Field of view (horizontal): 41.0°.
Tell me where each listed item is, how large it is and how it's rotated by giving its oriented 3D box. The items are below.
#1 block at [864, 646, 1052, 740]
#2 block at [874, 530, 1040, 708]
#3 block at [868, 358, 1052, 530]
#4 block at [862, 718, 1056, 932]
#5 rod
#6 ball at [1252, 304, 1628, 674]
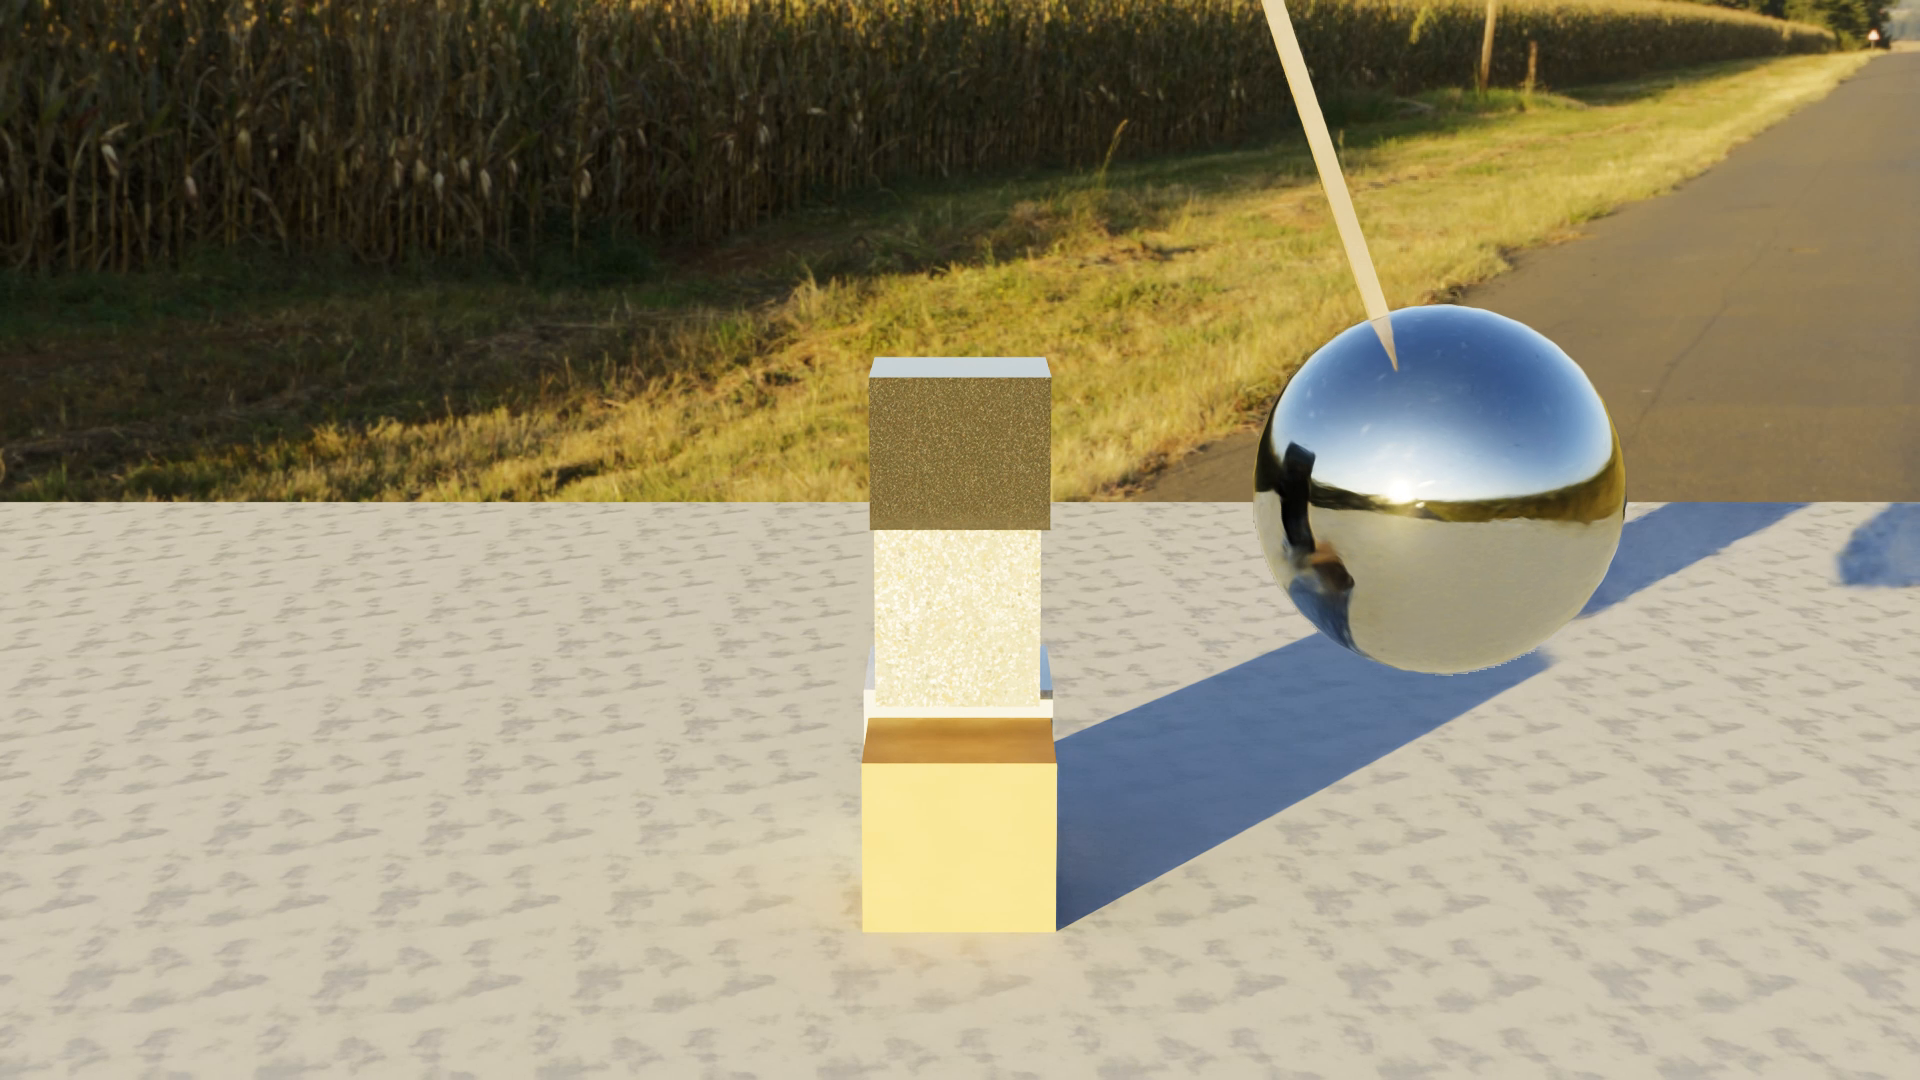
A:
[{"bbox_3d":[-0.007,0.992,11.754,0.828,0.843,0.890,0,10,0],"label":"block"},{"bbox_3d":[-0.010,0.269,11.229,0.701,0.767,0.735,0,10,0],"label":"block"},{"bbox_3d":[0.000,-0.427,11.103,0.760,0.647,0.759,0,10,0],"label":"block"},{"bbox_3d":[-0.003,1.202,10.941,0.799,0.721,0.764,0,10,0],"label":"block"},{"bbox_3d":[0.899,-3.360,10.569,0.080,5.200,0.080,-20,10,4],"label":"rod"},{"bbox_3d":[2.074,-0.221,11.140,1.600,1.600,1.600,0,10,0],"label":"ball"}]
